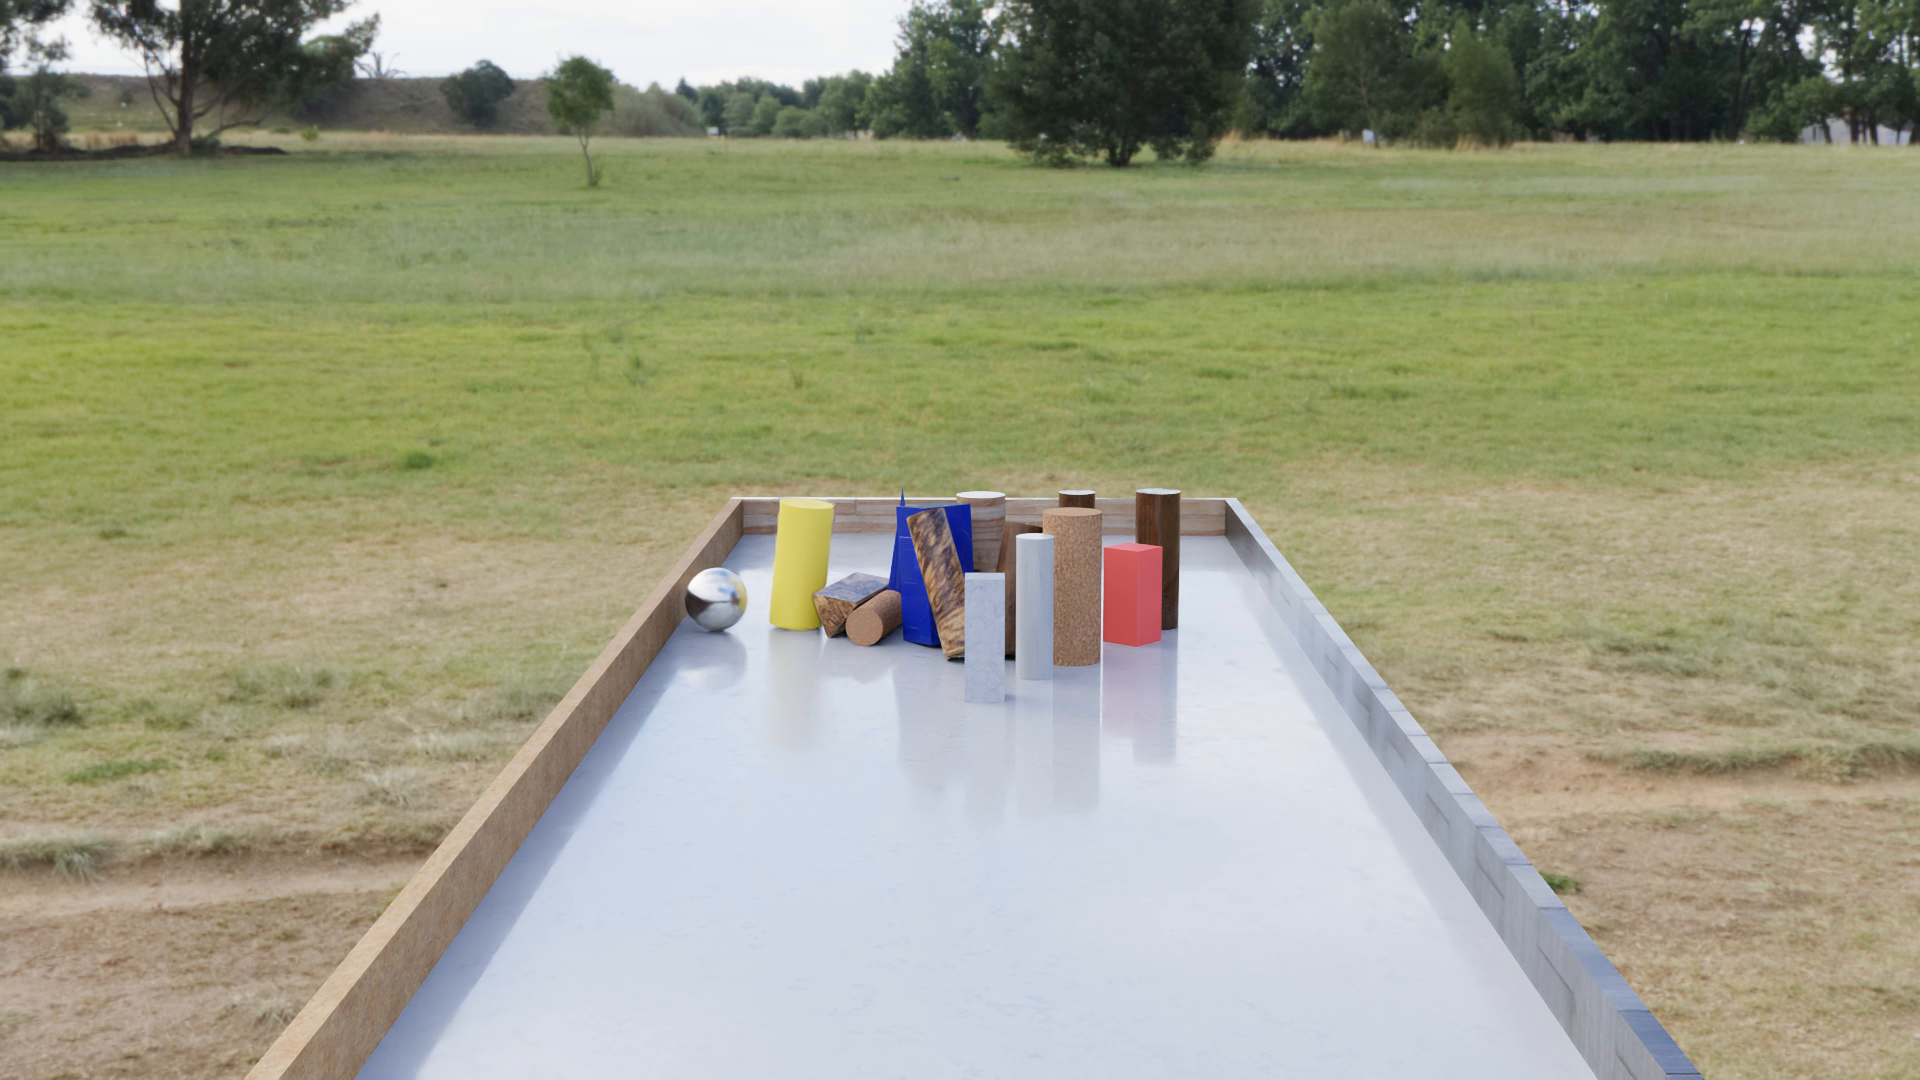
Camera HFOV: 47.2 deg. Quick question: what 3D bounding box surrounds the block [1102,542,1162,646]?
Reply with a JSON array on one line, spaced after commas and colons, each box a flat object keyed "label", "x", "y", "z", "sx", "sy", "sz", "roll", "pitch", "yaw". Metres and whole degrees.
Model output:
[{"label": "block", "x": 0.546, "y": 0.171, "z": 6.963, "sx": 0.132, "sy": 0.302, "sz": 0.132, "roll": 8, "pitch": 12, "yaw": 40}]

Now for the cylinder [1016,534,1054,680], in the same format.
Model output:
[{"label": "cylinder", "x": 0.219, "y": 0.195, "z": 6.443, "sx": 0.111, "sy": 0.418, "sz": 0.111, "roll": 0, "pitch": 9, "yaw": 0}]

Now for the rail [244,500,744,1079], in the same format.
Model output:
[{"label": "rail", "x": -1.004, "y": 0.839, "z": 3.234, "sx": 0.050, "sy": 0.150, "sz": 12.000, "roll": 0, "pitch": 9, "yaw": 1}]

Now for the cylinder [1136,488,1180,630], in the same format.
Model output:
[{"label": "cylinder", "x": 0.645, "y": 0.062, "z": 7.191, "sx": 0.146, "sy": 0.447, "sz": 0.146, "roll": 0, "pitch": 9, "yaw": 0}]

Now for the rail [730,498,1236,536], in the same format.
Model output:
[{"label": "rail", "x": 0.099, "y": -0.098, "z": 9.147, "sx": 2.100, "sy": 0.150, "sz": 0.050, "roll": 0, "pitch": 9, "yaw": 1}]

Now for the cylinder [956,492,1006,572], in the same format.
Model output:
[{"label": "cylinder", "x": 0.068, "y": 0.068, "z": 7.192, "sx": 0.160, "sy": 0.435, "sz": 0.160, "roll": 0, "pitch": 9, "yaw": 0}]

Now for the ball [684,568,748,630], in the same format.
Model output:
[{"label": "ball", "x": -0.791, "y": 0.192, "z": 7.143, "sx": 0.205, "sy": 0.205, "sz": 0.205, "roll": 0, "pitch": 9, "yaw": 0}]

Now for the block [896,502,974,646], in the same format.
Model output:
[{"label": "block", "x": -0.074, "y": 0.103, "z": 6.947, "sx": 0.170, "sy": 0.428, "sz": 0.170, "roll": -6, "pitch": 6, "yaw": -32}]

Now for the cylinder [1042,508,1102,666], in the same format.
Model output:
[{"label": "cylinder", "x": 0.339, "y": 0.140, "z": 6.663, "sx": 0.179, "sy": 0.457, "sz": 0.179, "roll": 0, "pitch": 9, "yaw": 0}]

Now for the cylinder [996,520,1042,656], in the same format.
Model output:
[{"label": "cylinder", "x": 0.167, "y": 0.149, "z": 6.737, "sx": 0.132, "sy": 0.398, "sz": 0.132, "roll": 10, "pitch": 0, "yaw": 0}]

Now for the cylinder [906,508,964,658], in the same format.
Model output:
[{"label": "cylinder", "x": -0.046, "y": 0.132, "z": 6.719, "sx": 0.122, "sy": 0.445, "sz": 0.122, "roll": -15, "pitch": -9, "yaw": -2}]

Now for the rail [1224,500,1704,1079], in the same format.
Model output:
[{"label": "rail", "x": 1.046, "y": 0.843, "z": 3.208, "sx": 0.050, "sy": 0.150, "sz": 12.000, "roll": 0, "pitch": 9, "yaw": 1}]

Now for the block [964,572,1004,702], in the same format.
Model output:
[{"label": "block", "x": 0.069, "y": 0.273, "z": 6.167, "sx": 0.111, "sy": 0.349, "sz": 0.111, "roll": 0, "pitch": 9, "yaw": 1}]

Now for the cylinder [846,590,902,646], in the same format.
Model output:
[{"label": "cylinder", "x": -0.264, "y": 0.248, "z": 7.054, "sx": 0.122, "sy": 0.122, "sz": 0.325, "roll": 2, "pitch": 9, "yaw": 13}]

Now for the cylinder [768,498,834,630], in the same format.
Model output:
[{"label": "cylinder", "x": -0.519, "y": 0.077, "z": 7.185, "sx": 0.176, "sy": 0.401, "sz": 0.176, "roll": 6, "pitch": 11, "yaw": -1}]

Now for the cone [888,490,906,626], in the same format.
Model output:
[{"label": "cone", "x": -0.189, "y": 0.049, "z": 7.264, "sx": 0.133, "sy": 0.449, "sz": 0.133, "roll": 0, "pitch": 9, "yaw": 0}]

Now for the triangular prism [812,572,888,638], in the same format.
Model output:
[{"label": "triangular prism", "x": -0.365, "y": 0.184, "z": 7.219, "sx": 0.129, "sy": 0.149, "sz": 0.426, "roll": 41, "pitch": 17, "yaw": 6}]

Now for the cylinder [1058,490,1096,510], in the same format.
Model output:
[{"label": "cylinder", "x": 0.382, "y": 0.061, "z": 7.213, "sx": 0.120, "sy": 0.441, "sz": 0.120, "roll": 0, "pitch": 9, "yaw": 0}]
